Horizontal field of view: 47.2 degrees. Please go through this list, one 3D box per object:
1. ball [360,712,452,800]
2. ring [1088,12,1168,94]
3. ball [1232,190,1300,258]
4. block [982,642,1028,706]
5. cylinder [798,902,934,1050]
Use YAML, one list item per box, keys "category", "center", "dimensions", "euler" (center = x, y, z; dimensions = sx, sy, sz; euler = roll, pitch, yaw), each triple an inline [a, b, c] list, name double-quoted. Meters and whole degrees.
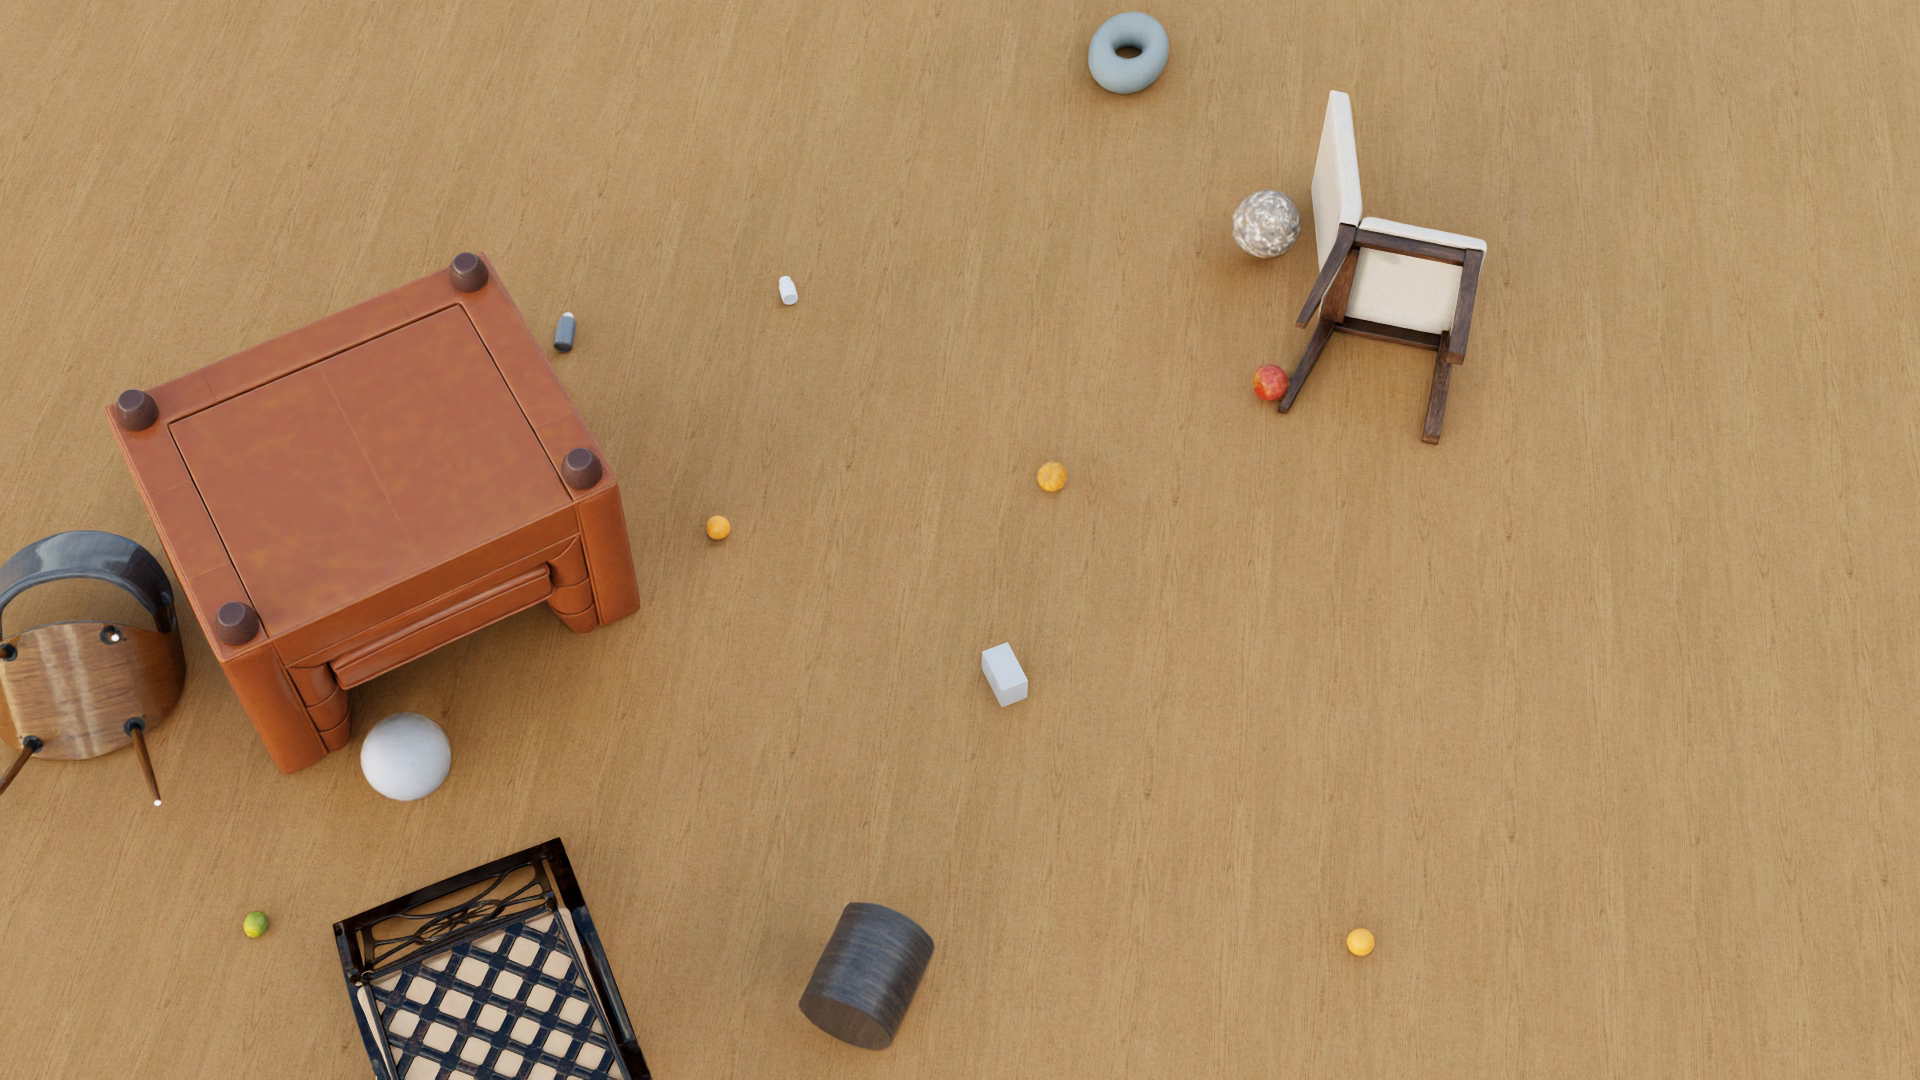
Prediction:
- category: "ball"
  center: [-1.518, 0.593, 6.031]
  dimensions: [0.241, 0.241, 0.241]
  euler: [0, 56, 0]
- category: "ring"
  center: [0.586, -1.694, 7.639]
  dimensions: [0.275, 0.120, 0.362]
  euler: [16, 57, 9]
- category: "ball"
  center: [0.991, -1.024, 7.130]
  dimensions: [0.218, 0.218, 0.218]
  euler: [0, 56, 0]
- category: "block"
  center: [0.127, 0.383, 6.260]
  dimensions: [0.080, 0.094, 0.140]
  euler: [-20, 58, -13]
- category: "cylinder"
  center: [-0.239, 1.120, 5.656]
  dimensions: [0.256, 0.276, 0.278]
  euler: [26, 59, 2]
